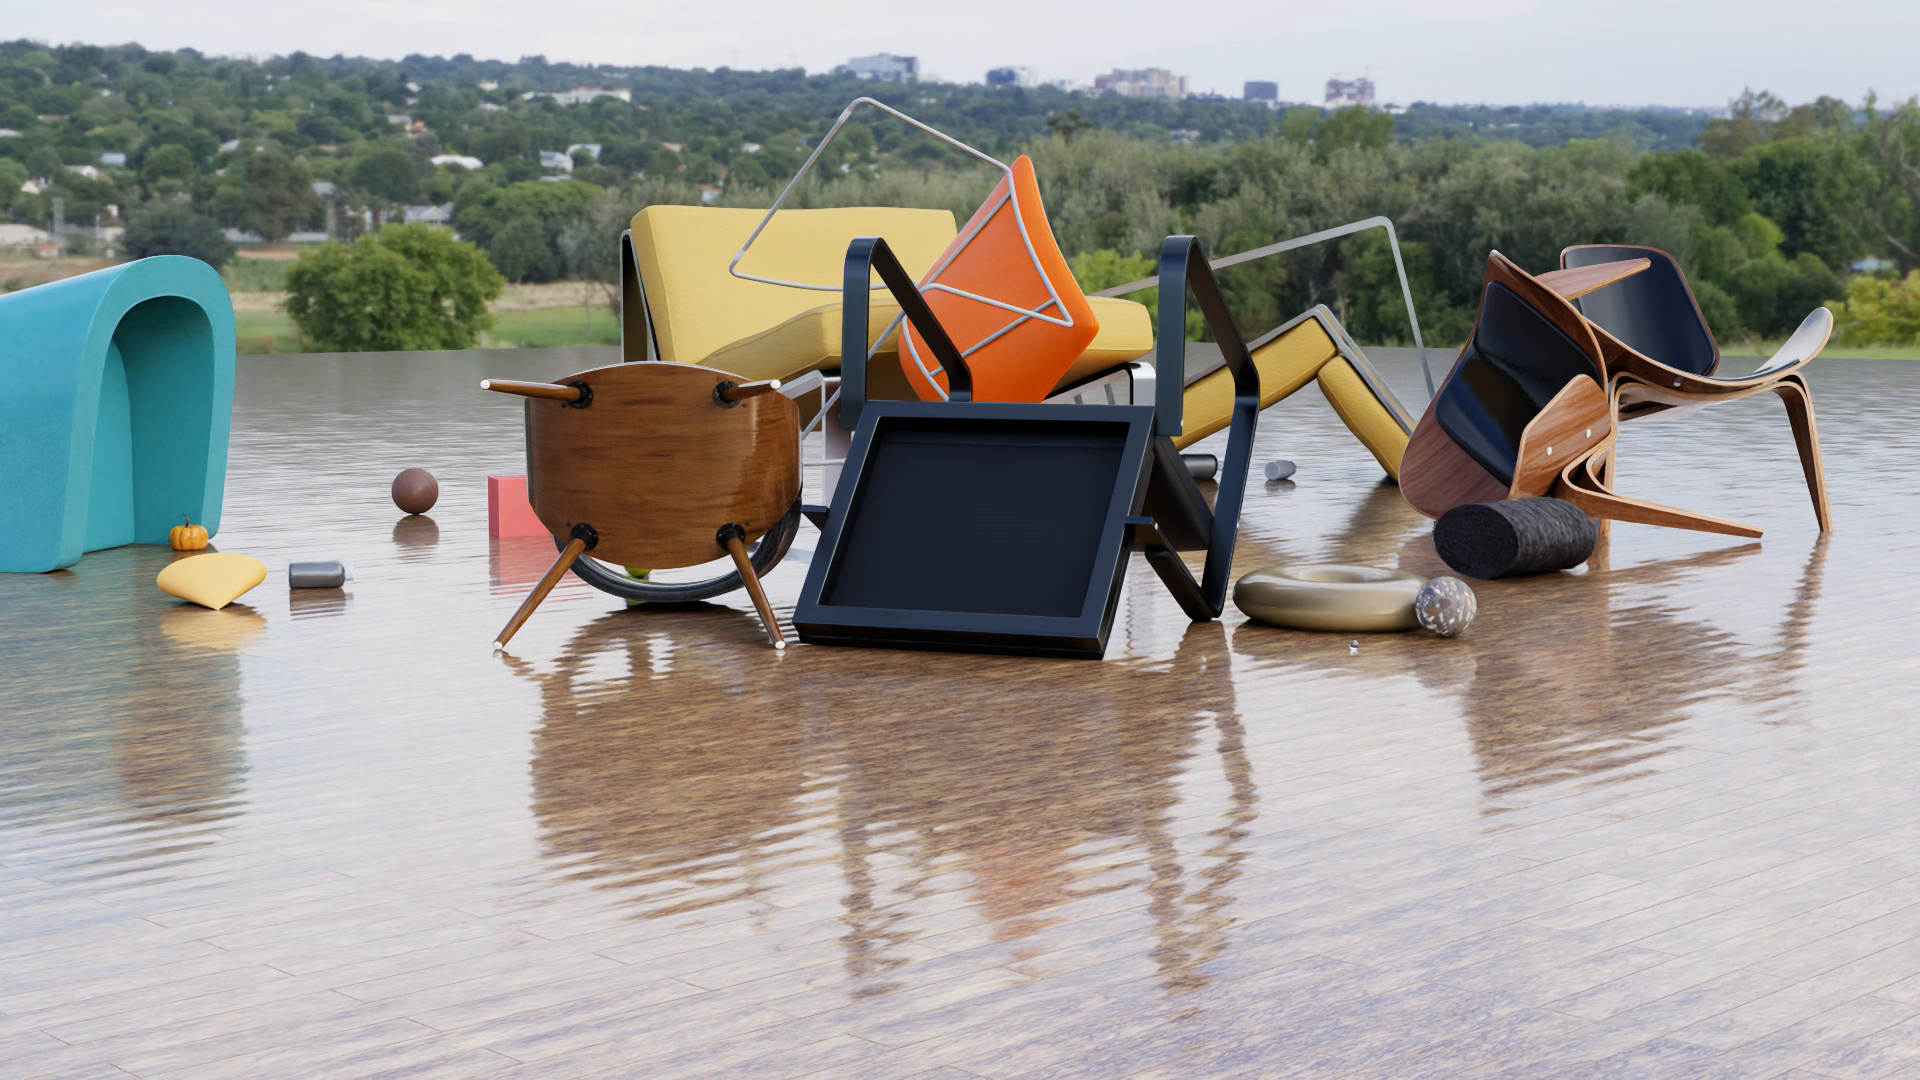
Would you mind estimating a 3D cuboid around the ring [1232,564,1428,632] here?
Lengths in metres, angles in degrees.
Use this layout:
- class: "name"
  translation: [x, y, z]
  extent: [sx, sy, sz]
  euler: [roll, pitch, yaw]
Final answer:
- class: "ring"
  translation: [0.722, 0.109, 4.908]
  extent: [0.374, 0.092, 0.429]
  euler: [-6, 9, -38]

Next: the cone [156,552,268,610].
- class: "cone"
  translation: [-1.493, 0.106, 5.141]
  extent: [0.217, 0.102, 0.170]
  euler: [-6, 24, -18]

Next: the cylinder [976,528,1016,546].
- class: "cylinder"
  translation: [0.087, -0.006, 6.261]
  extent: [0.082, 0.043, 0.093]
  euler: [3, -4, -11]

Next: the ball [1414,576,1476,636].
- class: "ball"
  translation: [0.888, 0.122, 4.691]
  extent: [0.111, 0.111, 0.111]
  euler: [0, 6, 0]

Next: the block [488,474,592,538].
- class: "block"
  translation: [-1.078, -0.090, 6.579]
  extent: [0.238, 0.145, 0.146]
  euler: [-2, 6, -20]
